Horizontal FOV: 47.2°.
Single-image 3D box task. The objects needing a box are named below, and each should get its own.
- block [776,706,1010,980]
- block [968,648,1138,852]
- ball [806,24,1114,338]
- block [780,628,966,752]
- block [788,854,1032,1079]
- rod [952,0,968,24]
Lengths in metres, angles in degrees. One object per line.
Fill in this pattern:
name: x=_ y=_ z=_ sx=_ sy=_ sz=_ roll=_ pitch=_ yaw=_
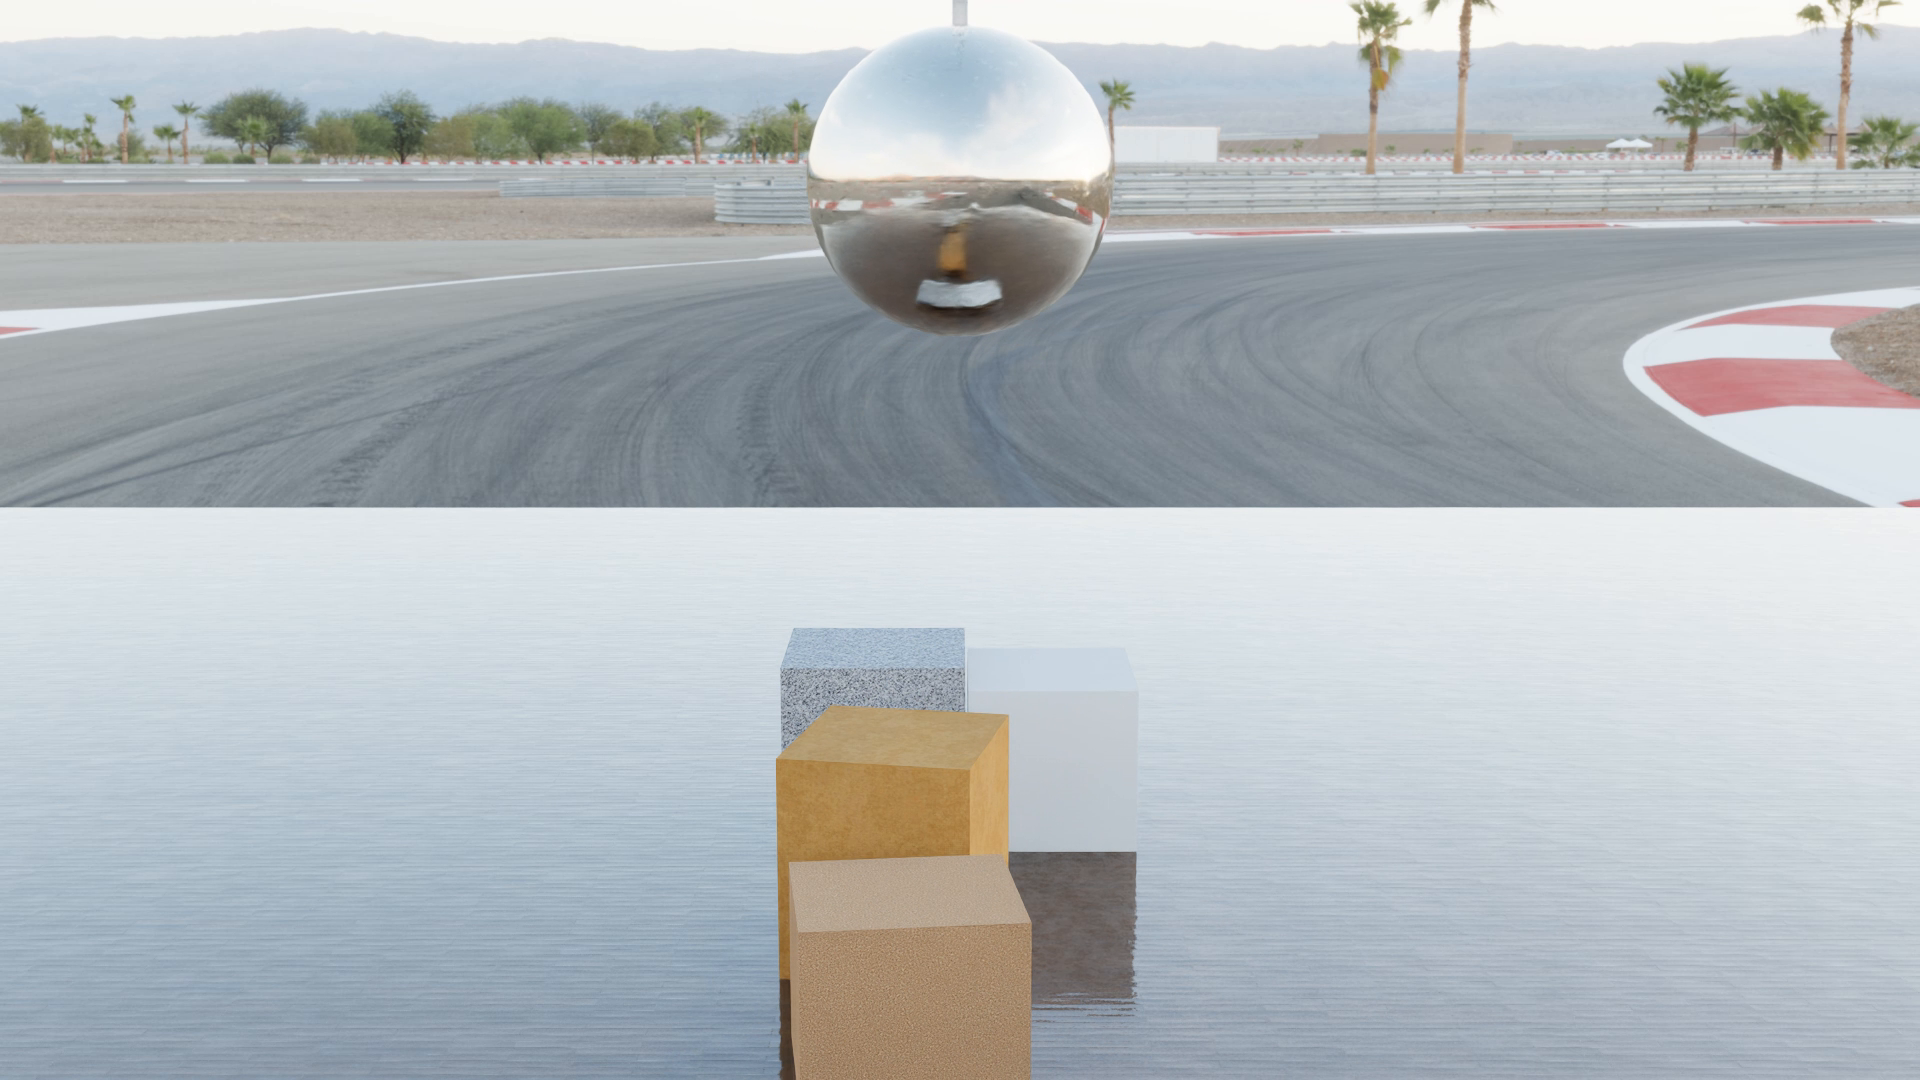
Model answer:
block: x=-0.273 y=1.322 z=9.595 sx=0.824 sy=0.967 sz=0.898 roll=2 pitch=11 yaw=11
block: x=0.462 y=1.068 z=11.381 sx=0.843 sy=0.826 sz=0.930 roll=0 pitch=10 yaw=0
ball: x=0.000 y=-1.857 z=11.420 sx=1.600 sy=1.600 sz=1.600 roll=0 pitch=10 yaw=0
block: x=-0.432 y=1.012 z=11.386 sx=0.913 sy=0.935 sz=0.915 roll=0 pitch=10 yaw=0
block: x=-0.206 y=1.675 z=8.367 sx=0.845 sy=0.710 sz=0.786 roll=-1 pitch=10 yaw=-7
rod: x=0.000 y=-5.130 z=10.498 sx=0.080 sy=5.200 sz=0.080 roll=0 pitch=16 yaw=0
